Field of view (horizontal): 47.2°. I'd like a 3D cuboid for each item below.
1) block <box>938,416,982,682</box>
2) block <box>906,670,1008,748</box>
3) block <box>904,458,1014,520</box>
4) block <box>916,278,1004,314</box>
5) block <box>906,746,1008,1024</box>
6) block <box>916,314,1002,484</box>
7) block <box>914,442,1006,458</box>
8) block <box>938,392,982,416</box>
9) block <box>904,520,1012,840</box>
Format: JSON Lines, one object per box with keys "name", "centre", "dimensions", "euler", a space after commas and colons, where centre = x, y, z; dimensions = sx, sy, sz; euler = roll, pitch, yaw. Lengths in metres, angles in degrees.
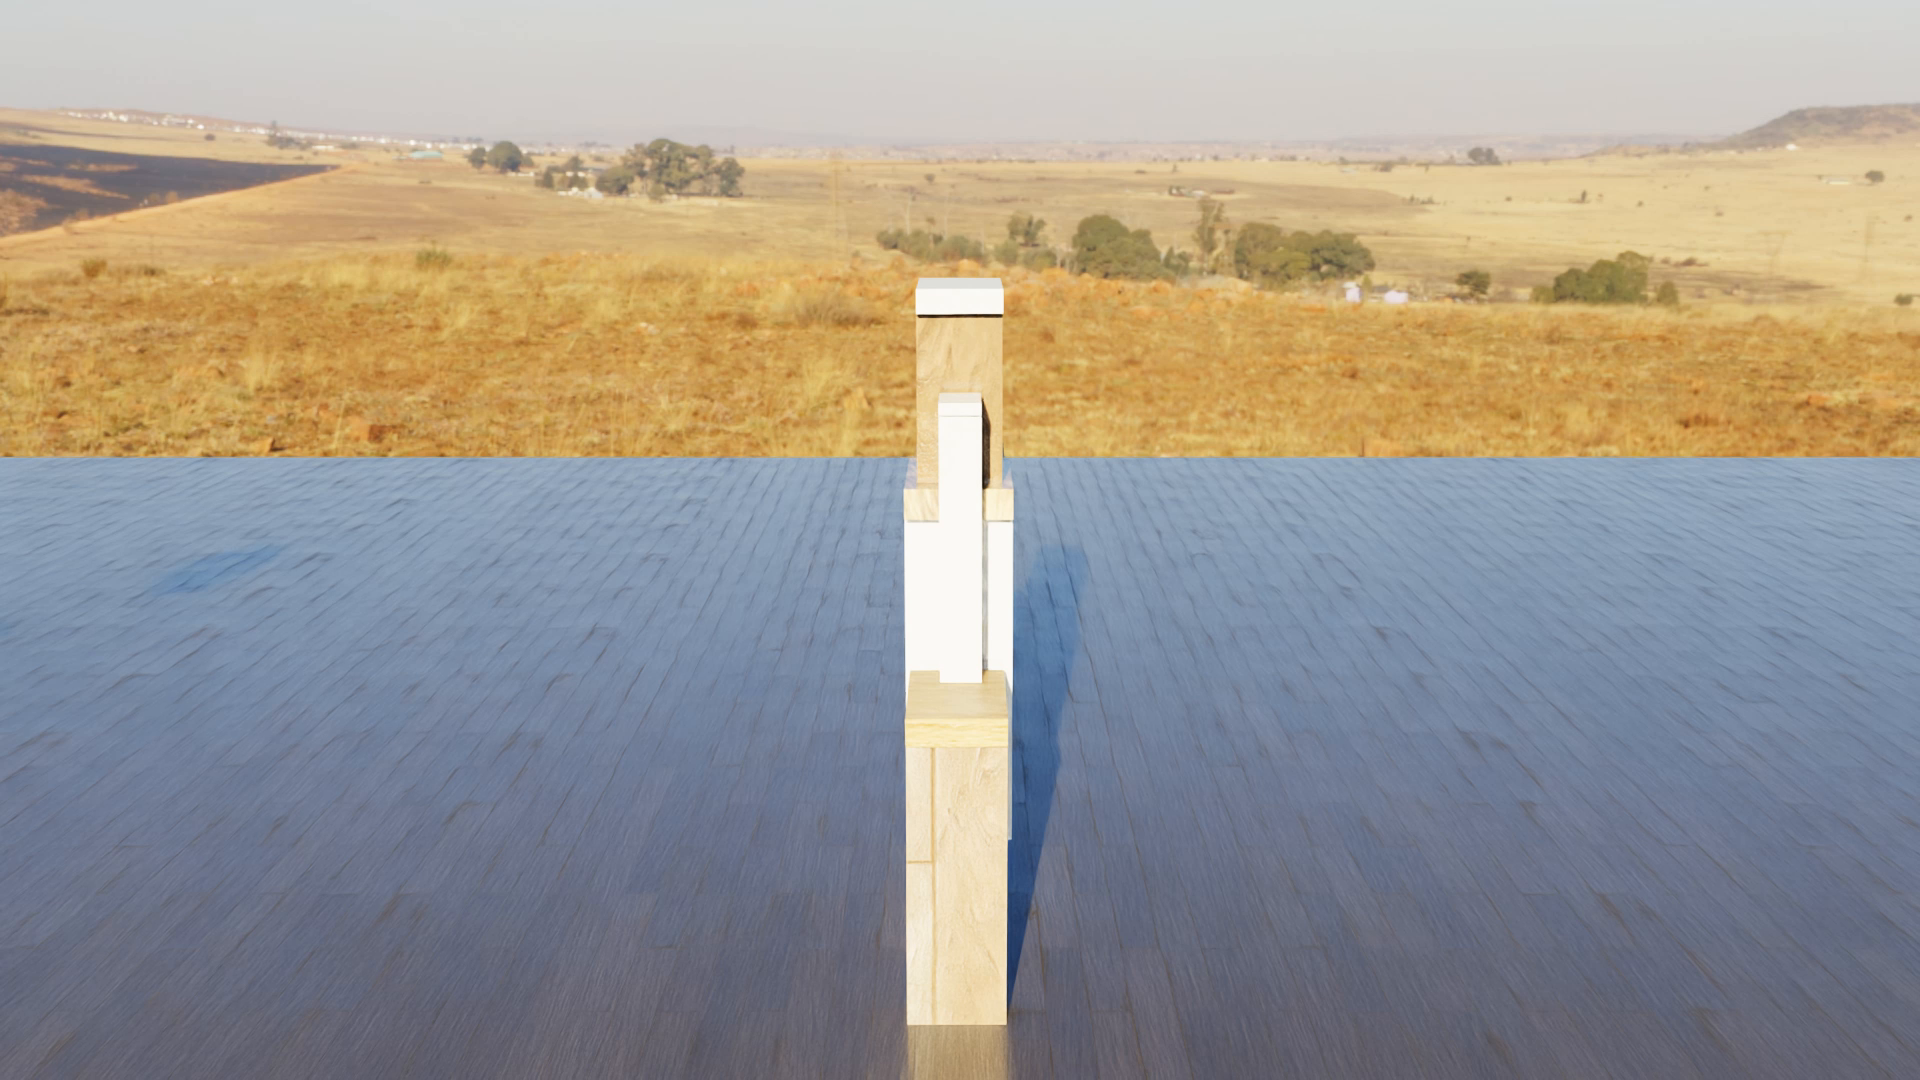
{"name": "block", "centre": [0.001, 0.013, 3.195], "dimensions": [0.061, 0.396, 0.017], "euler": [0, 10, 0]}
{"name": "block", "centre": [-0.004, 0.240, 3.164], "dimensions": [0.141, 0.040, 0.283], "euler": [0, 10, 0]}
{"name": "block", "centre": [-0.002, -0.082, 3.417], "dimensions": [0.162, 0.046, 0.323], "euler": [0, 10, 0]}
{"name": "block", "centre": [0.000, -0.374, 3.362], "dimensions": [0.128, 0.036, 0.257], "euler": [0, 10, 0]}
{"name": "block", "centre": [-0.005, 0.482, 3.113], "dimensions": [0.141, 0.416, 0.040], "euler": [0, 10, 0]}
{"name": "block", "centre": [-0.001, -0.215, 3.305], "dimensions": [0.128, 0.256, 0.036], "euler": [0, 10, 0]}
{"name": "block", "centre": [0.000, -0.122, 3.734], "dimensions": [0.153, 0.043, 0.306], "euler": [0, 11, 0]}
{"name": "block", "centre": [0.000, -0.198, 3.198], "dimensions": [0.061, 0.017, 0.122], "euler": [0, 11, 0]}
{"name": "block", "centre": [-0.001, 0.208, 3.361], "dimensions": [0.162, 0.505, 0.046], "euler": [0, 10, 0]}
